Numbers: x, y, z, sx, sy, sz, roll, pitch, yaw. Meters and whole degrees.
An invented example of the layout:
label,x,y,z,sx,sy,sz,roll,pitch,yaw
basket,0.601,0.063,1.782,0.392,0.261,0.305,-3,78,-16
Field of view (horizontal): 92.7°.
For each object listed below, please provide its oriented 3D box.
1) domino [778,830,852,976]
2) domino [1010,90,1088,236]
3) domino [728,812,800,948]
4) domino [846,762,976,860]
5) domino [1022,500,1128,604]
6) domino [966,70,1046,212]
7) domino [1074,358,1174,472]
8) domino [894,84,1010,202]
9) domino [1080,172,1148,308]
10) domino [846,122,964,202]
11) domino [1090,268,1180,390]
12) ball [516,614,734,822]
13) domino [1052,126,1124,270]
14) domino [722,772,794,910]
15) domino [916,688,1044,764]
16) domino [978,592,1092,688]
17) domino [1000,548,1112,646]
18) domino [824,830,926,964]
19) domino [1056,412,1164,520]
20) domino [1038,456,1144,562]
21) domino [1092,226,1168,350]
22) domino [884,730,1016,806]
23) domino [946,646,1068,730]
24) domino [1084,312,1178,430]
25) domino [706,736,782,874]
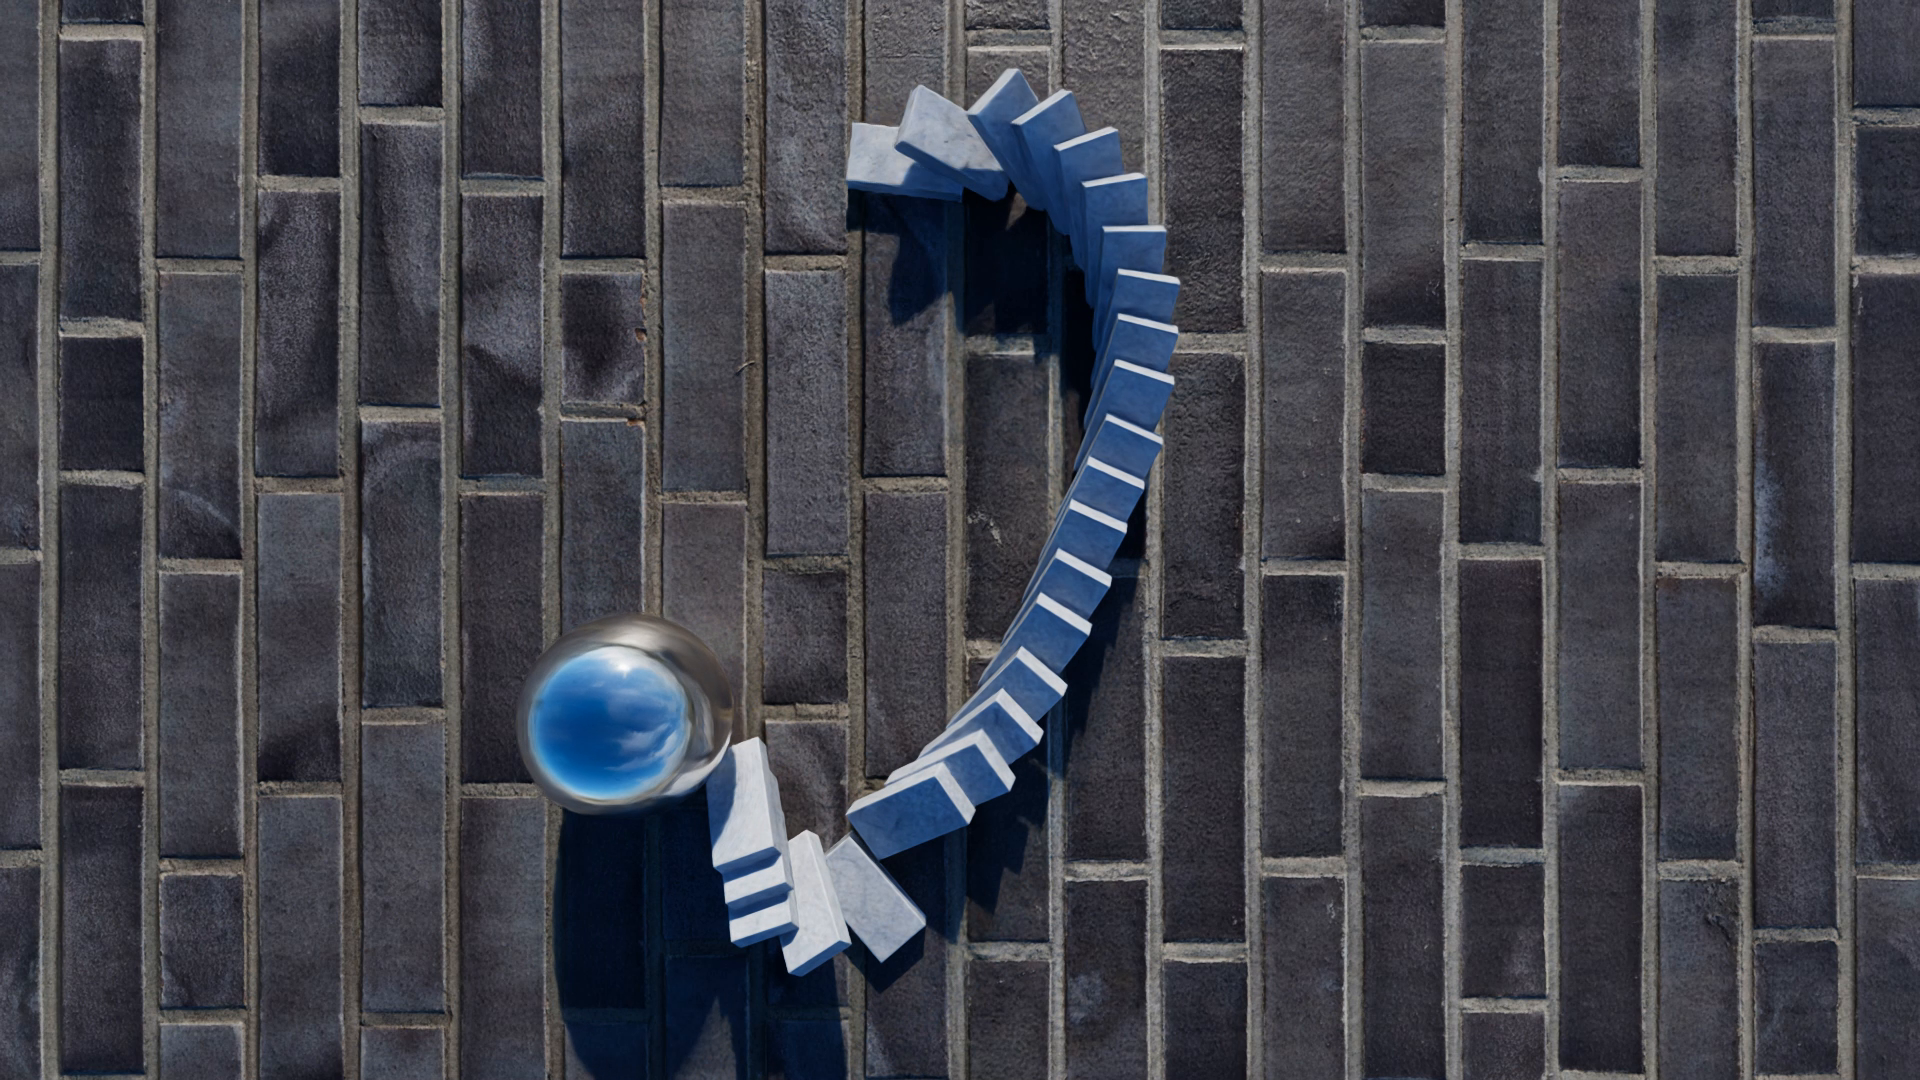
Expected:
label,x,y,z,sx,sy,sz,roll,pitch,yaw
domino,-0.064,0.149,0.379,0.025,0.009,0.050,-34,49,6
domino,0.043,-0.156,0.381,0.025,0.010,0.050,-34,126,-2
domino,-0.083,0.139,0.380,0.025,0.010,0.050,-19,51,1
domino,-0.021,0.114,0.383,0.050,0.010,0.025,-30,98,27
domino,0.047,0.010,0.383,0.025,0.010,0.050,24,119,0
domino,0.027,-0.165,0.381,0.025,0.010,0.050,-47,127,-1
domino,0.068,-0.048,0.383,0.025,0.010,0.050,18,123,0
domino,-0.001,-0.165,0.383,0.050,0.009,0.025,18,85,-27
domino,0.065,-0.124,0.382,0.025,0.010,0.050,-10,124,-2
domino,-0.022,-0.163,0.395,0.050,0.009,0.025,7,90,0
domino,0.072,-0.086,0.382,0.025,0.010,0.050,9,123,-1
ball,-0.130,0.069,0.360,0.080,0.080,0.080,0,90,0
domino,0.056,-0.141,0.381,0.025,0.010,0.050,-20,125,-2
domino,-0.086,0.124,0.381,0.025,0.010,0.050,-20,51,0
domino,0.008,0.086,0.383,0.025,0.010,0.050,47,118,-3
domino,0.031,0.048,0.384,0.025,0.009,0.050,32,119,0
domino,0.040,0.030,0.384,0.025,0.010,0.050,29,119,0
domino,-0.040,0.154,0.395,0.025,0.010,0.050,-41,90,0
domino,0.062,-0.025,0.384,0.025,0.010,0.050,24,119,0
domino,0.055,-0.007,0.384,0.025,0.010,0.050,24,119,0
domino,0.070,-0.104,0.382,0.025,0.009,0.050,0,124,0
domino,-0.005,0.101,0.383,0.050,0.009,0.025,-31,99,27
domino,0.019,0.070,0.385,0.025,0.009,0.050,41,117,0
domino,0.071,-0.067,0.382,0.025,0.010,0.050,14,123,-1
domino,-0.091,0.109,0.381,0.025,0.009,0.050,-20,51,0
